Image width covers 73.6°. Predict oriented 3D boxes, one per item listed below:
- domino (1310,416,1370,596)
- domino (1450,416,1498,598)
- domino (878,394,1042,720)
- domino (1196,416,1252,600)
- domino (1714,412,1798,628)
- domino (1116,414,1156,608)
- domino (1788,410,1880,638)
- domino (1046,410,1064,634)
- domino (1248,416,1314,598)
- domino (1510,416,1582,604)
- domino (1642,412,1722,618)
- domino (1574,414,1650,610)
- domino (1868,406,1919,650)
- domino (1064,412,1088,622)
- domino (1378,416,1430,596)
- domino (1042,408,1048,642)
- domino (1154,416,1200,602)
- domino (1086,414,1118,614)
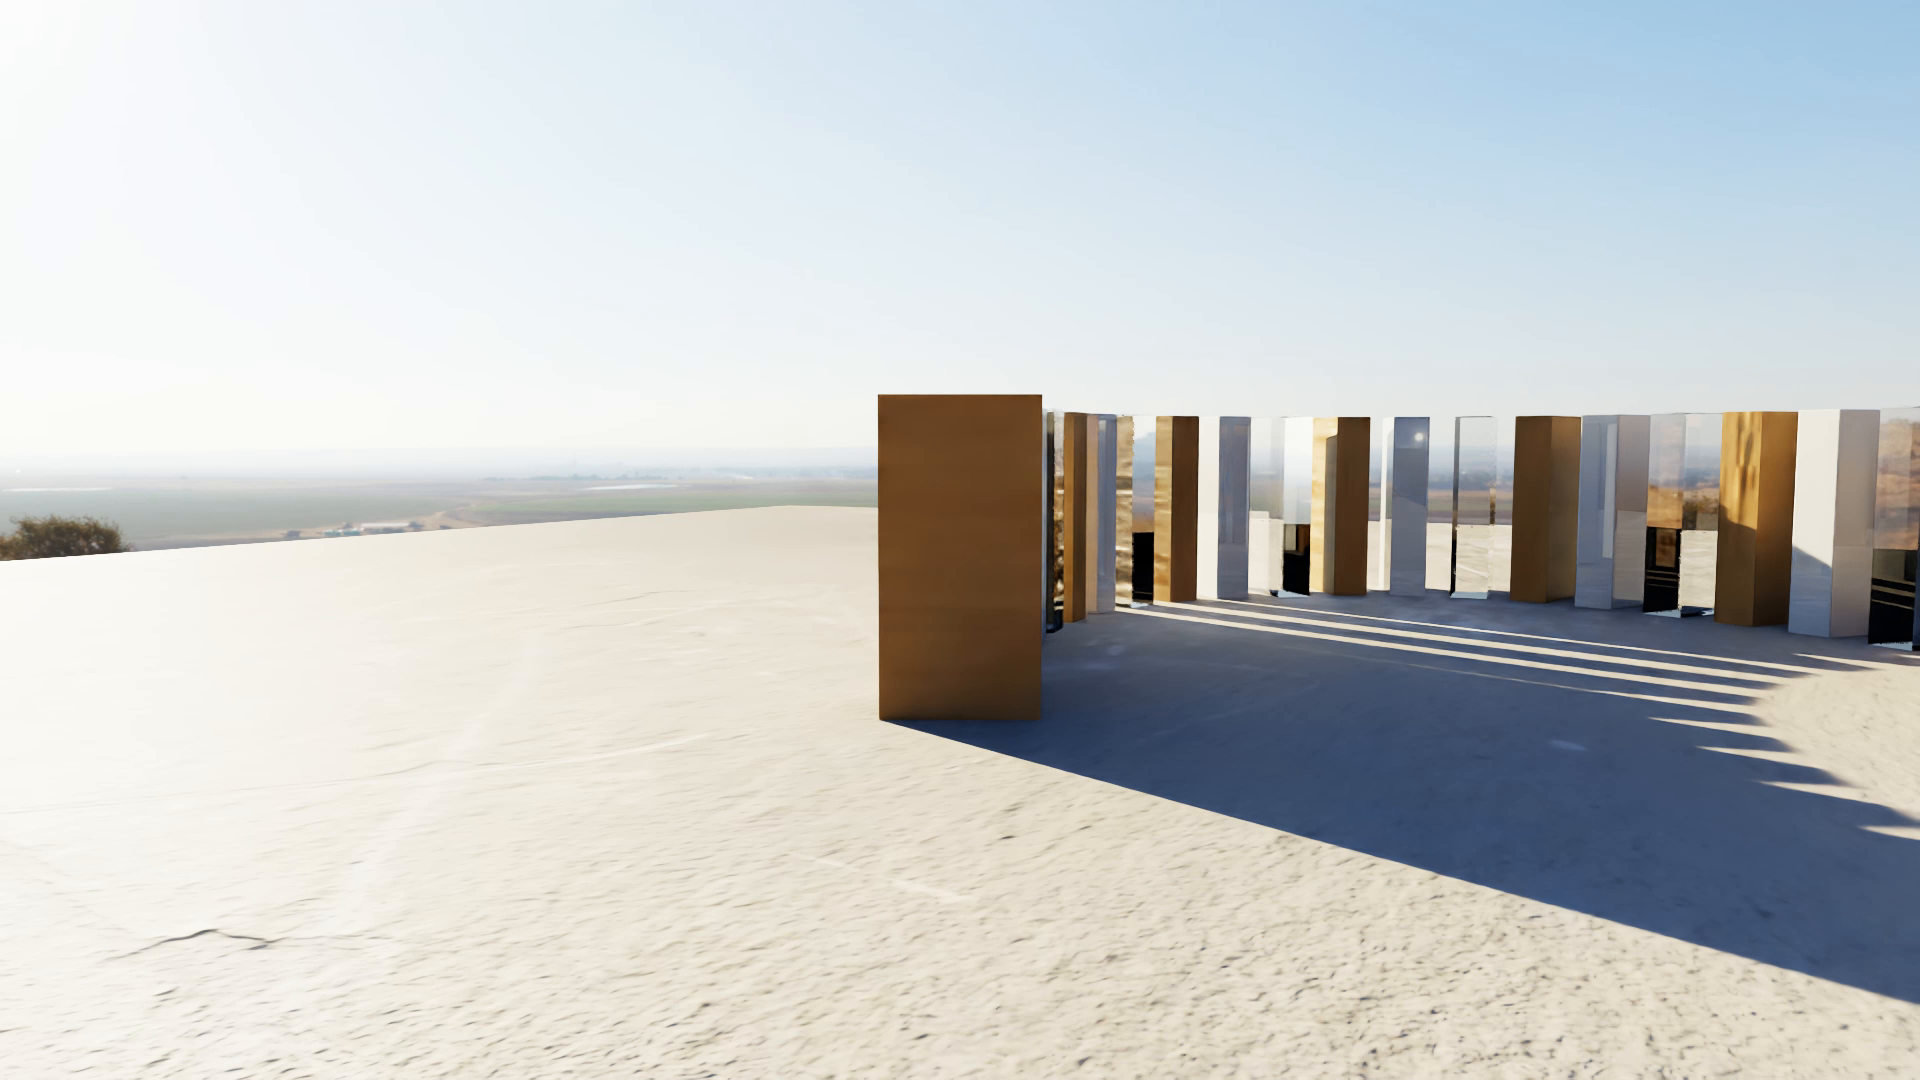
[{"bbox_3d":[0.109,-0.010,0.371,0.009,0.050,0.025,0,4,-4],"label":"domino"},{"bbox_3d":[0.146,-0.010,0.364,0.010,0.050,0.025,2,5,26],"label":"domino"},{"bbox_3d":[0.000,0.002,0.201,0.025,0.050,0.009,0,4,0],"label":"domino"},{"bbox_3d":[0.072,-0.010,0.363,0.010,0.050,0.025,-1,4,-16],"label":"domino"},{"bbox_3d":[0.194,-0.005,0.306,0.025,0.050,0.009,-2,5,-24],"label":"domino"},{"bbox_3d":[0.039,-0.008,0.344,0.009,0.050,0.025,-4,6,-44],"label":"domino"},{"bbox_3d":[0.201,-0.004,0.288,0.025,0.050,0.009,-2,5,-20],"label":"domino"},{"bbox_3d":[0.011,-0.005,0.295,0.025,0.050,0.009,1,5,18],"label":"domino"},{"bbox_3d":[0.090,-0.010,0.368,0.009,0.050,0.025,-1,4,-14],"label":"domino"},{"bbox_3d":[0.161,-0.009,0.353,0.009,0.050,0.025,4,6,43],"label":"domino"},{"bbox_3d":[0.185,-0.007,0.323,0.025,0.050,0.010,-3,5,-31],"label":"domino"},{"bbox_3d":[0.174,-0.008,0.339,0.025,0.050,0.009,-3,5,-37],"label":"domino"},{"bbox_3d":[0.207,-0.003,0.270,0.025,0.050,0.010,-1,4,-16],"label":"domino"},{"bbox_3d":[0.017,-0.006,0.313,0.025,0.050,0.010,2,5,24],"label":"domino"},{"bbox_3d":[0.128,-0.010,0.370,0.010,0.050,0.025,1,4,11],"label":"domino"},{"bbox_3d":[0.006,-0.003,0.277,0.025,0.050,0.009,1,4,13],"label":"domino"},{"bbox_3d":[0.054,-0.009,0.356,0.009,0.050,0.025,-3,5,-31],"label":"domino"},{"bbox_3d":[0.027,-0.007,0.329,0.025,0.050,0.009,3,5,35],"label":"domino"}]
